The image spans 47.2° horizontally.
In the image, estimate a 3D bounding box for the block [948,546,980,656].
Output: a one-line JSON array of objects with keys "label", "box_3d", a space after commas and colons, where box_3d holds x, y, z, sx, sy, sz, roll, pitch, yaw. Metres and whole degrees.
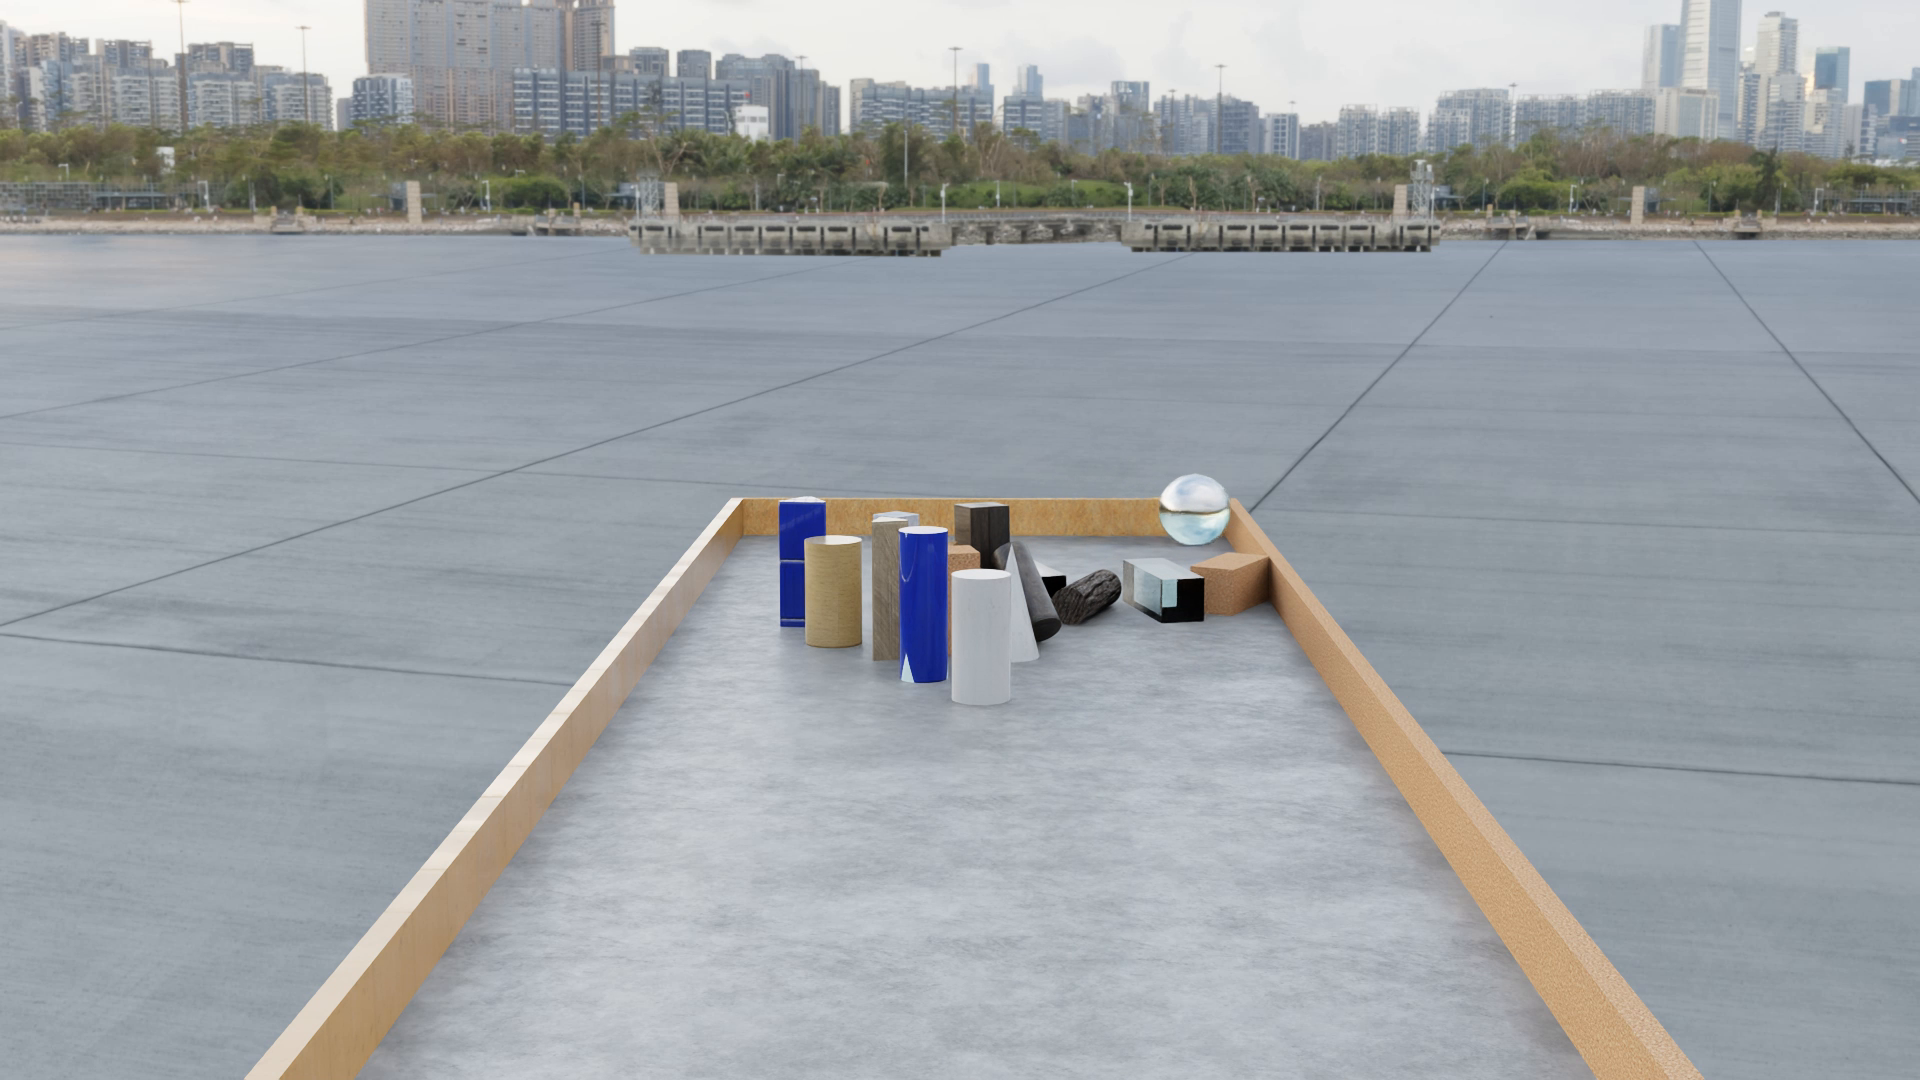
[{"label": "block", "box_3d": [-0.029, 0.187, 6.814, 0.153, 0.318, 0.153, -2, 9, -12]}]

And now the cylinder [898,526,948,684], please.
[{"label": "cylinder", "box_3d": [-0.106, 0.188, 6.424, 0.143, 0.439, 0.143, 0, 9, 0]}]

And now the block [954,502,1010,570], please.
[{"label": "block", "box_3d": [0.074, 0.084, 7.182, 0.137, 0.400, 0.137, -4, 7, -22]}]

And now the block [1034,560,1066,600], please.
[{"label": "block", "box_3d": [0.232, 0.160, 7.566, 0.136, 0.136, 0.391, -3, 9, -18]}]

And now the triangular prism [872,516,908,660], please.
[{"label": "triangular prism", "box_3d": [-0.225, 0.146, 6.721, 0.113, 0.427, 0.098, -3, 9, -18]}]

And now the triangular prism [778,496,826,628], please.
[{"label": "triangular prism", "box_3d": [-0.506, 0.070, 7.242, 0.153, 0.415, 0.133, 1, 9, 7]}]

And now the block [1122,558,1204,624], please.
[{"label": "block", "box_3d": [0.688, 0.169, 7.473, 0.147, 0.147, 0.419, -2, 9, -14]}]

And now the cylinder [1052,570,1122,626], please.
[{"label": "cylinder", "box_3d": [0.427, 0.191, 7.405, 0.126, 0.126, 0.380, 4, 10, 21]}]

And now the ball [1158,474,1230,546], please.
[{"label": "ball", "box_3d": [0.944, -0.122, 8.859, 0.288, 0.288, 0.288, 0, 9, 0]}]

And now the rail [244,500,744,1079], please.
[{"label": "rail", "box_3d": [-1.004, 0.839, 3.234, 0.050, 0.150, 12.000, 0, 9, 1]}]

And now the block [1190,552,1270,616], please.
[{"label": "block", "box_3d": [0.930, 0.149, 7.567, 0.157, 0.157, 0.333, 5, 10, 29]}]

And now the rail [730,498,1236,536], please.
[{"label": "rail", "box_3d": [0.099, -0.098, 9.147, 2.100, 0.150, 0.050, 0, 9, 1]}]

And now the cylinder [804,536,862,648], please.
[{"label": "cylinder", "box_3d": [-0.399, 0.162, 6.934, 0.180, 0.329, 0.180, 0, 9, 0]}]

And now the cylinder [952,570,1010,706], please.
[{"label": "cylinder", "box_3d": [0.059, 0.271, 6.167, 0.167, 0.355, 0.167, 0, 9, 0]}]

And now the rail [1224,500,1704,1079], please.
[{"label": "rail", "box_3d": [1.046, 0.843, 3.208, 0.050, 0.150, 12.000, 0, 9, 1]}]

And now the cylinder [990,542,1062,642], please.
[{"label": "cylinder", "box_3d": [0.209, 0.164, 7.004, 0.126, 0.126, 0.312, -4, 52, -26]}]

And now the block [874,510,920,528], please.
[{"label": "block", "box_3d": [-0.207, 0.102, 7.169, 0.106, 0.375, 0.106, 9, 13, 44]}]

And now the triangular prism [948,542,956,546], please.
[{"label": "triangular prism", "box_3d": [-0.045, 0.163, 6.988, 0.140, 0.308, 0.122, 4, 9, 38]}]

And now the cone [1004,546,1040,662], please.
[{"label": "cone", "box_3d": [0.158, 0.183, 6.727, 0.172, 0.353, 0.172, 0, 9, 0]}]
